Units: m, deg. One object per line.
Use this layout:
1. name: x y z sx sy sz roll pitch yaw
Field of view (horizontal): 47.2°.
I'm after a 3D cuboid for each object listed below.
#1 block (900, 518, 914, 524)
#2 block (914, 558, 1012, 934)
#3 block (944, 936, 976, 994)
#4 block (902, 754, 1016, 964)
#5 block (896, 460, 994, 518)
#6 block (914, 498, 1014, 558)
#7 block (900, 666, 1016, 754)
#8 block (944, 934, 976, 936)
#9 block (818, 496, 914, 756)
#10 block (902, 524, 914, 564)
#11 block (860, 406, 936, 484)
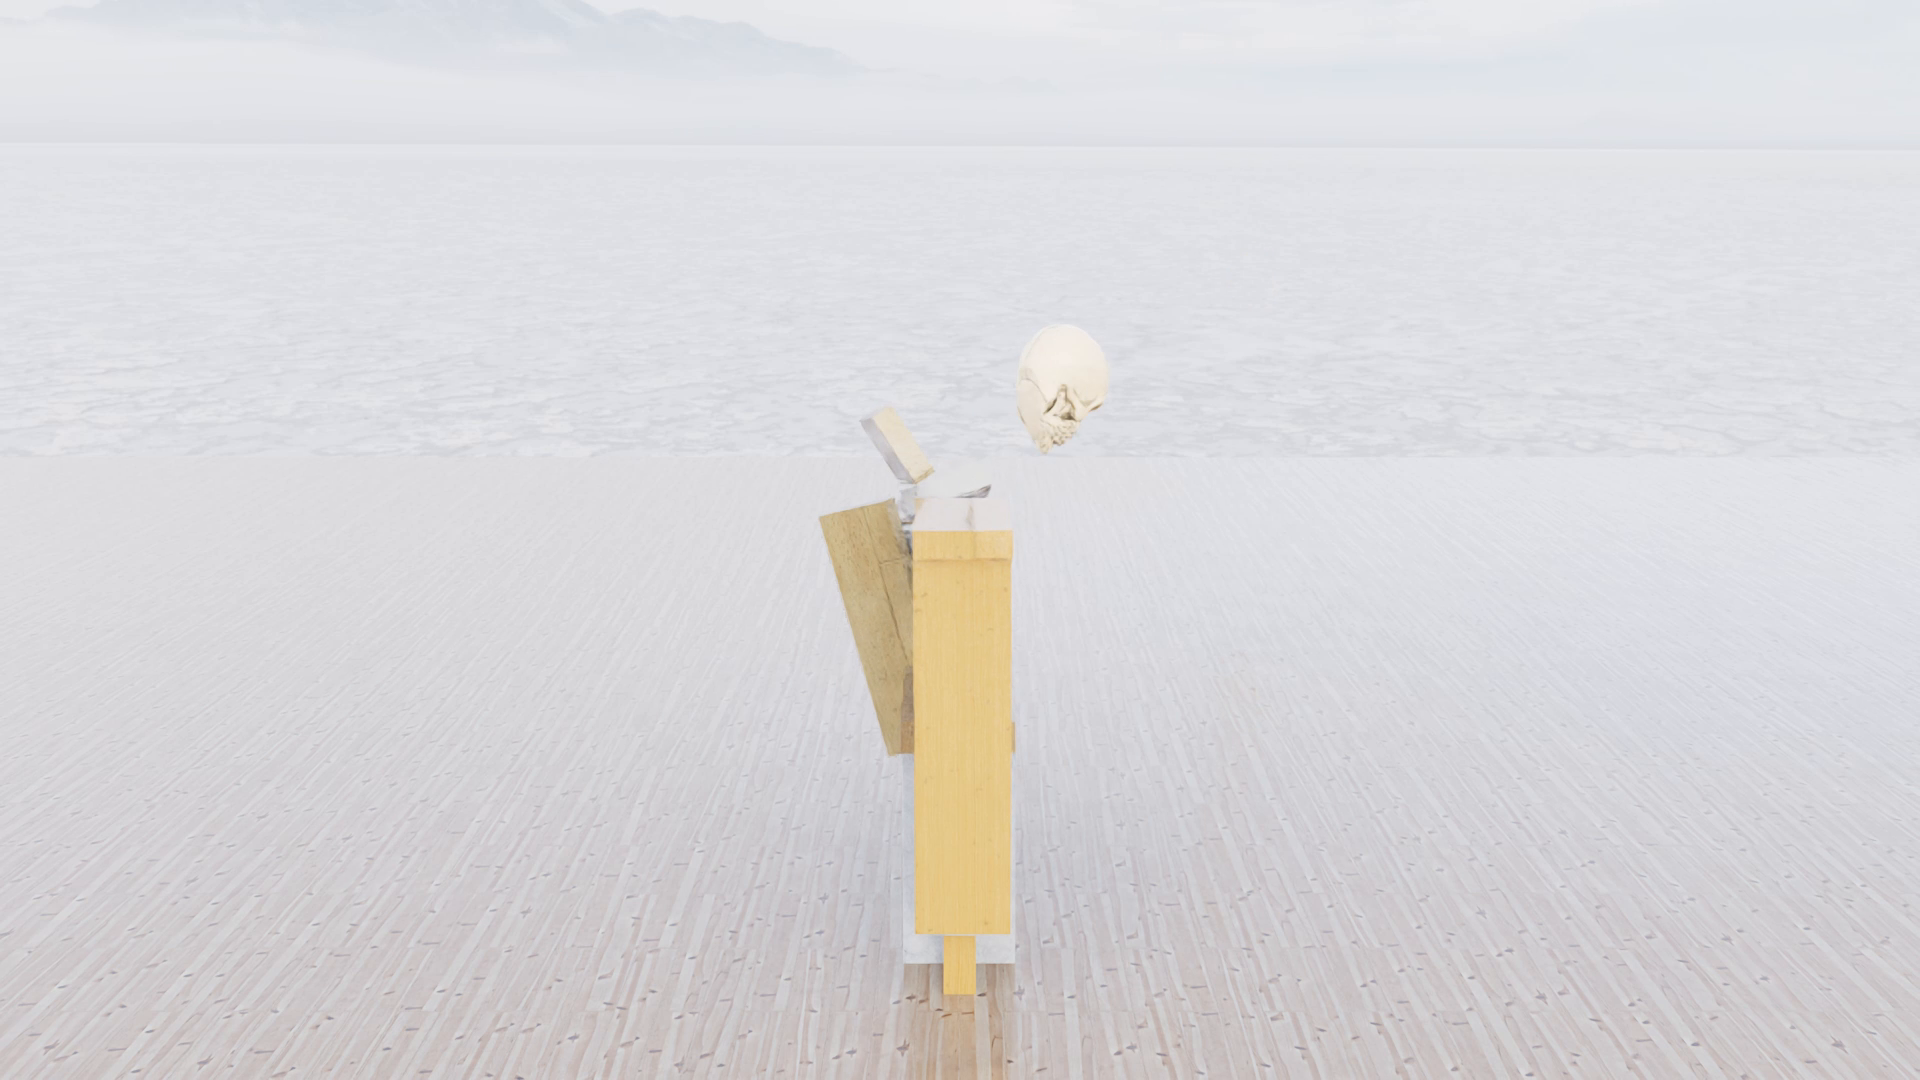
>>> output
1. block: -0.041 0.119 3.765 0.157 0.314 0.044 0 10 28
2. block: 0.004 0.293 3.150 0.138 0.559 0.039 0 11 0
3. block: 0.000 0.622 3.238 0.047 0.094 0.013 0 11 0
4. block: -0.001 0.475 3.354 0.171 0.342 0.048 0 11 0
5. block: -0.033 -0.069 3.930 0.157 0.044 0.314 -21 -6 -6
6. block: 0.003 -0.019 3.187 0.138 0.039 0.276 0 11 -1
7. block: -0.003 0.262 3.431 0.171 0.048 0.342 0 11 0
8. block: 0.000 0.563 3.259 0.047 0.013 0.095 0 11 0
9. block: -0.115 0.147 3.688 0.127 0.425 0.036 -12 8 25
10. block: -0.031 0.133 3.704 0.157 0.314 0.044 2 12 28
11. block: -0.106 -0.156 3.631 0.036 0.127 0.254 -34 6 -5
